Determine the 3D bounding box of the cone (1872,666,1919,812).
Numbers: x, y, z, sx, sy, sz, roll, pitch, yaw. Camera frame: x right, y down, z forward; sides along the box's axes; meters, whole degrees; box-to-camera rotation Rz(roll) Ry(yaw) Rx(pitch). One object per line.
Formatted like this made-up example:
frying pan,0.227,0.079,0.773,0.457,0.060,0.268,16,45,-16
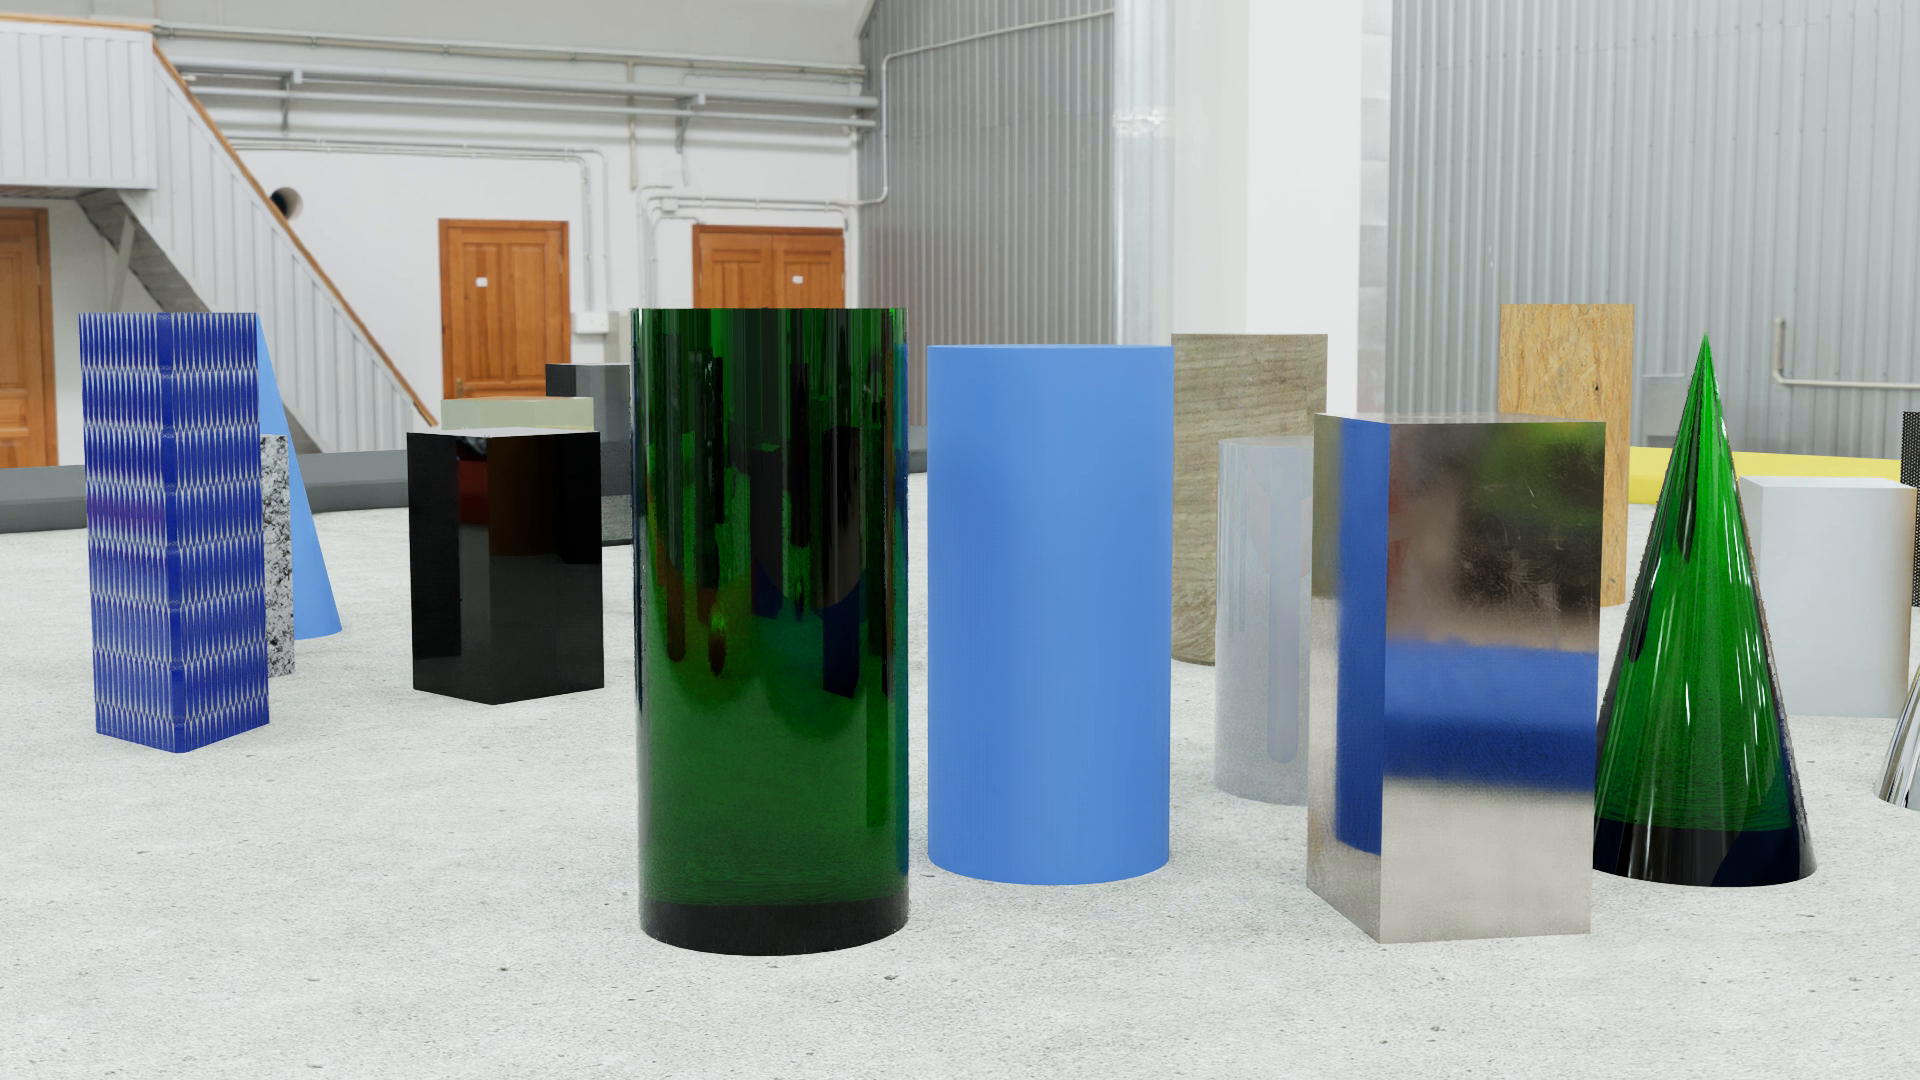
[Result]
cone,0.941,0.067,1.992,0.198,0.343,0.198,0,6,0

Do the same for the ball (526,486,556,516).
ball,-0.915,-0.086,4.795,0.065,0.065,0.065,0,6,0

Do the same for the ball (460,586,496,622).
ball,-0.694,0.091,3.165,0.051,0.051,0.051,0,6,0

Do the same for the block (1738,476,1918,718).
block,0.972,0.060,2.485,0.159,0.253,0.159,1,6,10

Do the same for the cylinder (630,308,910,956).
cylinder,-0.136,0.056,1.597,0.198,0.446,0.198,0,6,0

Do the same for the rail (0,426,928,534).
rail,-1.403,-0.124,4.844,4.717,0.129,0.045,-5,8,-42

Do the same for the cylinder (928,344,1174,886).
cylinder,0.073,0.051,1.786,0.198,0.416,0.198,0,6,0

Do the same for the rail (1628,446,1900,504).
rail,1.716,-0.131,4.907,0.045,0.129,4.184,-5,8,-42

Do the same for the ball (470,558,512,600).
ball,-0.726,0.061,3.400,0.063,0.063,0.063,0,6,0

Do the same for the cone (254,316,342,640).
cone,-0.962,-0.093,3.036,0.198,0.443,0.198,0,6,0

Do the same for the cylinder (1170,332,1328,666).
cylinder,0.369,-0.057,2.824,0.198,0.415,0.198,0,6,0

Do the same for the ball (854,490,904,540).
ball,-0.159,-0.048,4.277,0.096,0.096,0.096,0,6,0

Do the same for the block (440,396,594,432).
block,-0.650,-0.051,3.249,0.159,0.316,0.159,2,6,22

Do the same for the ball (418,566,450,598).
ball,-0.820,0.064,3.429,0.050,0.050,0.050,0,6,0

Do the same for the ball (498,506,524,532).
ball,-0.906,-0.042,4.440,0.051,0.051,0.051,0,6,0

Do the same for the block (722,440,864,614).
block,-0.254,-0.024,3.337,0.159,0.243,0.159,-3,7,-29

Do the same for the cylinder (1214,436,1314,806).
cylinder,0.339,0.070,2.057,0.198,0.323,0.198,0,6,0

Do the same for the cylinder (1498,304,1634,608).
cylinder,0.927,-0.134,3.381,0.198,0.454,0.198,0,6,0

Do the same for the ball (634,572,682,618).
ball,-0.438,0.080,3.186,0.068,0.068,0.068,0,6,0

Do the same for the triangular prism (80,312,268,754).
triangular prism,-0.801,-0.016,2.308,0.172,0.442,0.149,5,8,42

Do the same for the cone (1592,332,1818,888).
cone,0.596,0.045,1.780,0.198,0.431,0.198,0,6,0

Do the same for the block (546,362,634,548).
block,-0.685,-0.167,4.237,0.159,0.343,0.159,-5,8,-41

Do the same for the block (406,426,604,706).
block,-0.533,0.025,2.583,0.159,0.304,0.159,5,8,42

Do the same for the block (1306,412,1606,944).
block,0.360,0.093,1.622,0.159,0.367,0.159,-1,6,-10

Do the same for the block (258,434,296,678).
block,-0.928,0.021,2.671,0.159,0.293,0.159,4,7,35

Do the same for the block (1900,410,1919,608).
block,1.530,-0.045,3.298,0.159,0.293,0.159,-3,7,-25
